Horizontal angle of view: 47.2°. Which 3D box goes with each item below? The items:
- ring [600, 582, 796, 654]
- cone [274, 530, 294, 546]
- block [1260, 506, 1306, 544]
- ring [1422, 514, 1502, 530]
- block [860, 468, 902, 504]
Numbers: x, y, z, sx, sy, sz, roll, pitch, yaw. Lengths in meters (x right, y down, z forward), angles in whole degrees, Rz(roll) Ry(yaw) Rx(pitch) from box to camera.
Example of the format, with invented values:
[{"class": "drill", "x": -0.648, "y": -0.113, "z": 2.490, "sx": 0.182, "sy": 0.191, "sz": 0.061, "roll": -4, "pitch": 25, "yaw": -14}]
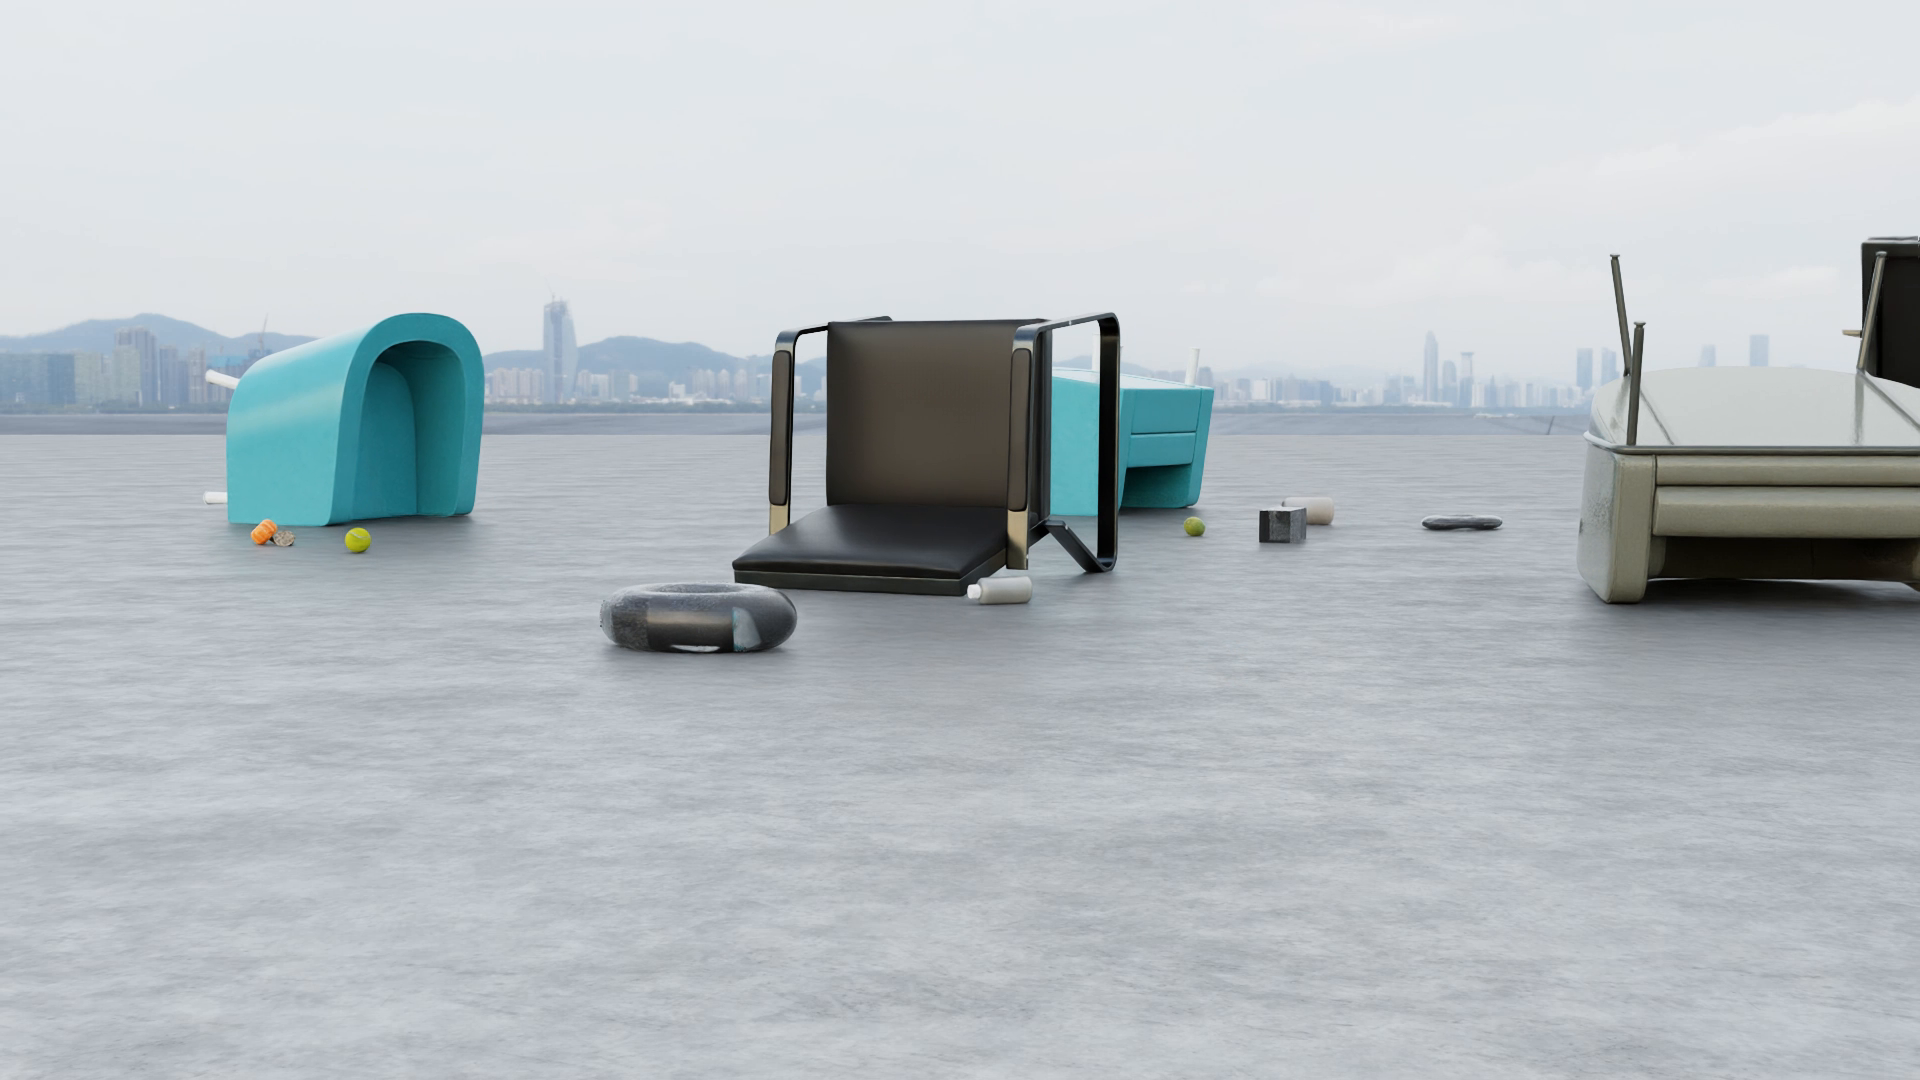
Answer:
[{"class": "ring", "x": -0.458, "y": 0.135, "z": 3.839, "sx": 0.375, "sy": 0.104, "sz": 0.262, "roll": 1, "pitch": 5, "yaw": 27}, {"class": "cone", "x": -1.932, "y": 0.004, "z": 6.328, "sx": 0.062, "sy": 0.047, "sz": 0.063, "roll": -2, "pitch": -17, "yaw": 5}, {"class": "block", "x": 0.957, "y": -0.045, "z": 6.518, "sx": 0.093, "sy": 0.094, "sz": 0.205, "roll": 2, "pitch": 4, "yaw": 22}, {"class": "ring", "x": 1.615, "y": -0.058, "z": 7.075, "sx": 0.276, "sy": 0.043, "sz": 0.201, "roll": -2, "pitch": 5, "yaw": -20}, {"class": "block", "x": -0.310, "y": -0.216, "z": 8.766, "sx": 0.099, "sy": 0.127, "sz": 0.209, "roll": 1, "pitch": 4, "yaw": 19}]
